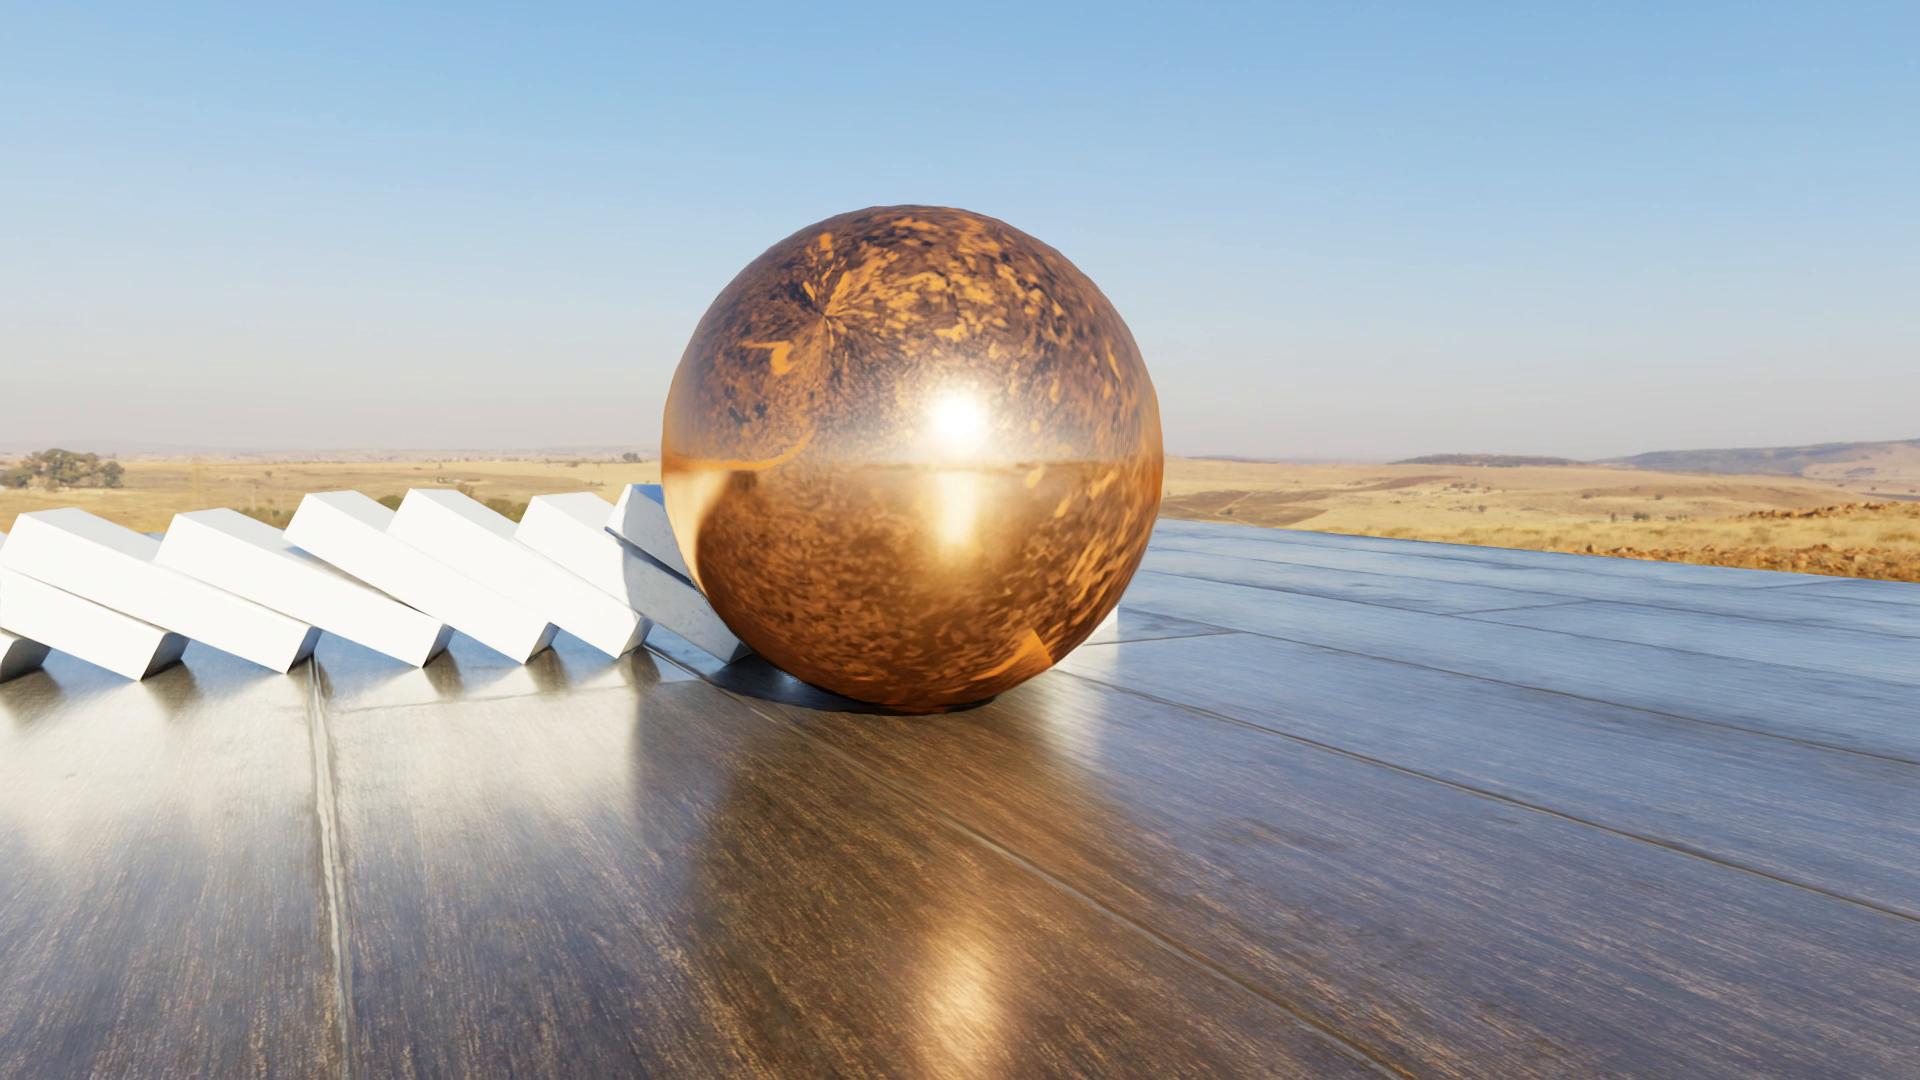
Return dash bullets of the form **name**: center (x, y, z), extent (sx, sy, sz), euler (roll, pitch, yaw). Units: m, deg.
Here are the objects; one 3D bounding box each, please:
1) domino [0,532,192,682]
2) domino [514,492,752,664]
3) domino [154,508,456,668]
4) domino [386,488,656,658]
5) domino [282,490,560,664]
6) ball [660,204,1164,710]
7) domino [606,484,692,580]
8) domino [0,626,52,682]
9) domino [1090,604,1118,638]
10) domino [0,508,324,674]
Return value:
- **domino**: center (-0.170, 0.009, 0.235), extent (0.050, 0.009, 0.025), euler (27, -4, -16)
- **domino**: center (-0.062, 0.007, 0.262), extent (0.050, 0.009, 0.025), euler (29, 8, 6)
- **domino**: center (-0.125, 0.009, 0.251), extent (0.050, 0.010, 0.025), euler (25, -1, -12)
- **domino**: center (-0.086, 0.006, 0.259), extent (0.050, 0.009, 0.025), euler (29, 0, -3)
- **domino**: center (-0.105, 0.007, 0.256), extent (0.050, 0.009, 0.025), euler (29, 0, -7)
- **ball**: center (-0.007, -0.013, 0.207), extent (0.080, 0.080, 0.080), euler (0, 4, 0)
- **domino**: center (-0.044, 0.005, 0.261), extent (0.050, 0.010, 0.025), euler (32, 8, 10)
- **domino**: center (-0.192, 0.009, 0.229), extent (0.050, 0.009, 0.025), euler (30, -5, -16)
- **domino**: center (0.018, 0.016, 0.290), extent (0.025, 0.009, 0.050), euler (1, 5, 18)
- **domino**: center (-0.148, 0.009, 0.243), extent (0.050, 0.009, 0.025), euler (26, -3, -17)
